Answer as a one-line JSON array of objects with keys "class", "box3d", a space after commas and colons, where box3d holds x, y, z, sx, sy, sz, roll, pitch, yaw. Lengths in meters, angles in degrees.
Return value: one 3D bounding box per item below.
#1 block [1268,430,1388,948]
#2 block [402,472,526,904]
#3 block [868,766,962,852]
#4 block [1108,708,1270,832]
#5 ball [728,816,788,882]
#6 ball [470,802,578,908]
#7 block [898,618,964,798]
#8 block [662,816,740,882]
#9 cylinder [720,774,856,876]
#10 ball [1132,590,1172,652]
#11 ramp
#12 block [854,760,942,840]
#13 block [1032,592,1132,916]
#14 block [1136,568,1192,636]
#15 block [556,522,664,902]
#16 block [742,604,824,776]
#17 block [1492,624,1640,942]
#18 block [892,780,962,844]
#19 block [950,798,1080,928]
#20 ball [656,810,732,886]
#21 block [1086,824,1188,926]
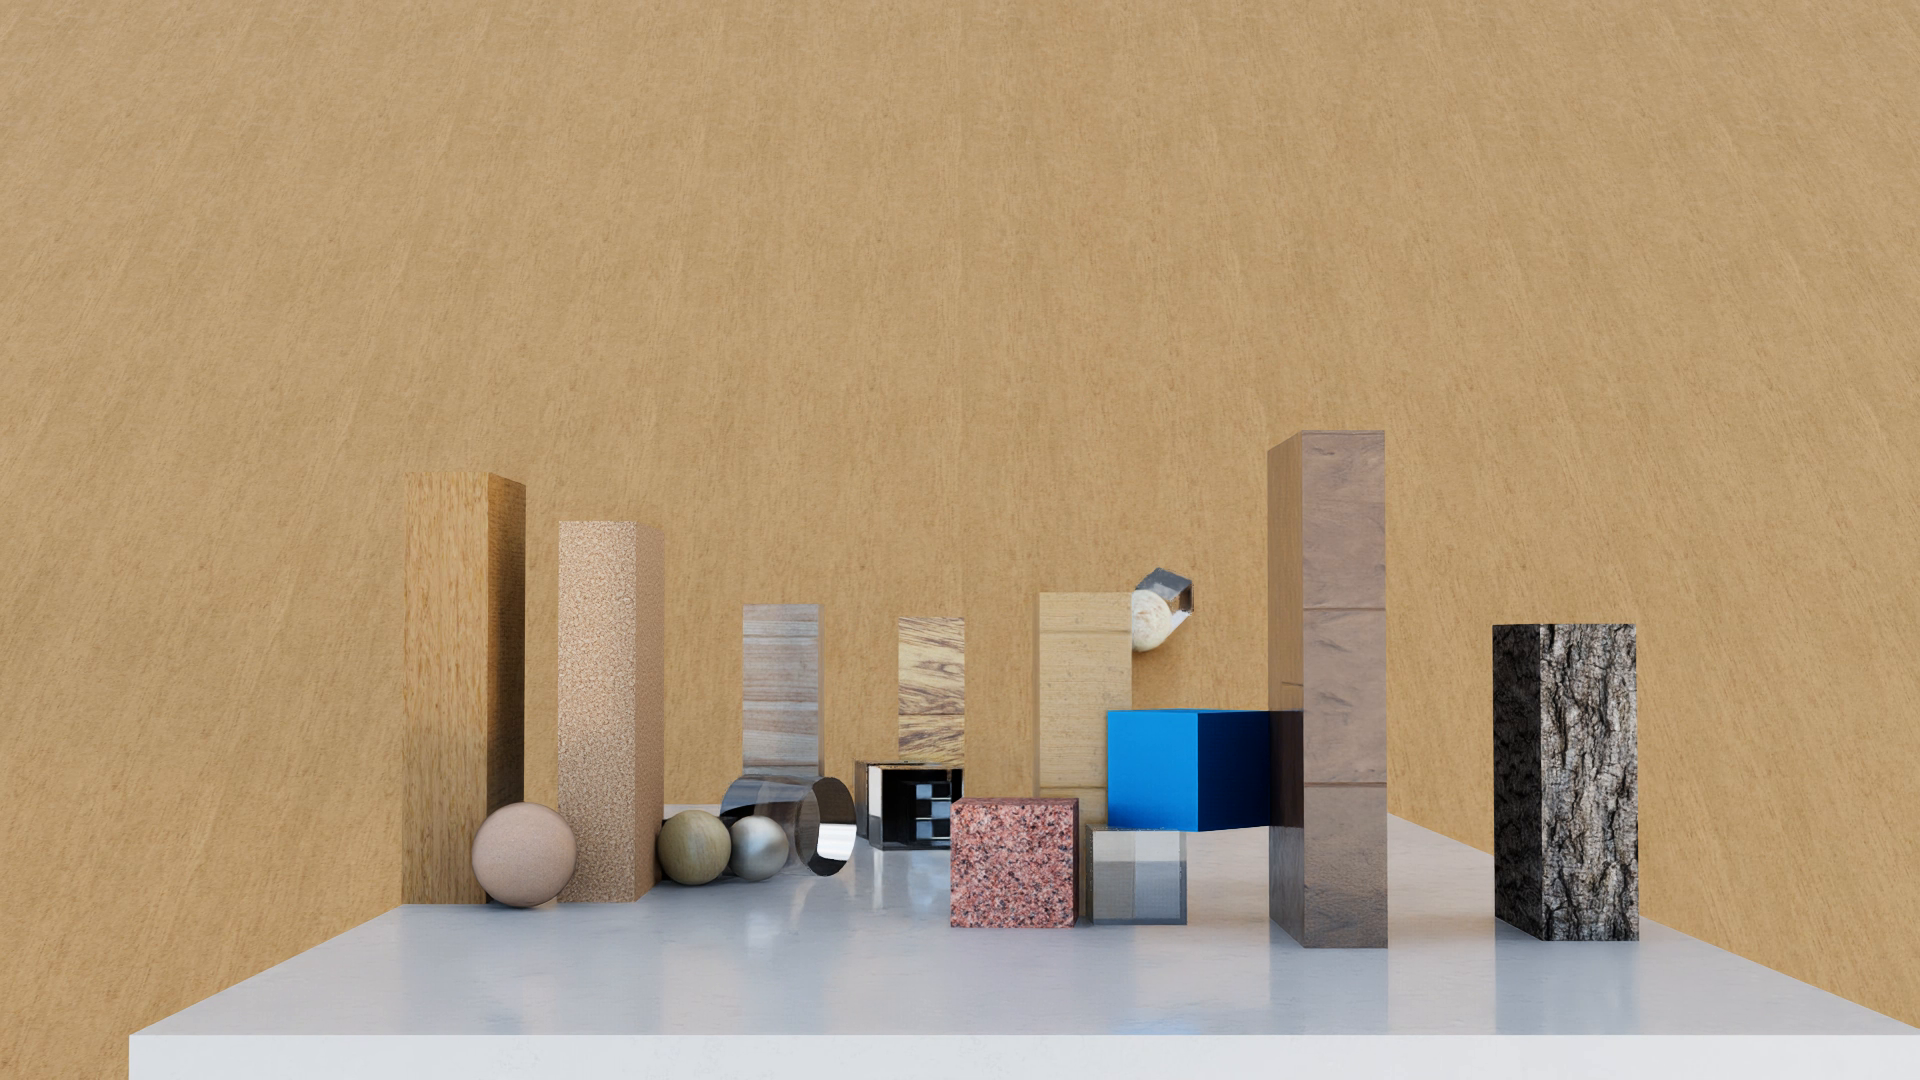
[{"class": "block", "box3d": [0.548, 0.219, 3.910, 0.118, 0.737, 0.422, 0, -2, 0]}, {"class": "block", "box3d": [-0.854, 0.252, 4.499, 0.140, 0.716, 0.372, 0, -2, 0]}, {"class": "block", "box3d": [-0.095, 0.563, 5.475, 0.168, 0.168, 0.168, 0, -2, -12]}, {"class": "block", "box3d": [0.361, 0.360, 4.096, 0.181, 0.181, 0.181, -2, -3, 44]}, {"class": "ball", "box3d": [-0.370, 0.558, 4.710, 0.119, 0.119, 0.119, 0, 36, 0]}, {"class": "ball", "box3d": [-0.713, 0.515, 4.256, 0.172, 0.172, 0.172, 0, 36, 0]}, {"class": "block", "box3d": [-0.064, 0.425, 6.045, 0.149, 0.487, 0.346, 0, -2, 0]}, {"class": "block", "box3d": [-0.474, 0.565, 4.762, 0.110, 0.110, 0.110, -1, -2, 16]}, {"class": "cylinder", "box3d": [-0.322, 0.532, 4.856, 0.184, 0.184, 0.184, -1, 31, 32]}, {"class": "ball", "box3d": [0.522, 0.233, 7.503, 0.179, 0.179, 0.179, 0, 36, 0]}, {"class": "ramp", "box3d": [0.079, 0.674, 4.877, 2.000, 0.100, 4.000, 0, -2, 0]}, {"class": "block", "box3d": [-0.138, 0.575, 5.768, 0.166, 0.166, 0.166, 0, -2, -12]}, {"class": "block", "box3d": [0.200, 0.347, 4.329, 0.147, 0.513, 0.386, 0, -2, 0]}, {"class": "block", "box3d": [0.595, 0.179, 7.626, 0.122, 0.122, 0.122, 22, 41, 27]}, {"class": "block", "box3d": [-0.607, 0.294, 4.551, 0.129, 0.635, 0.426, 0, -2, 0]}, {"class": "block", "box3d": [-0.345, 0.380, 5.109, 0.145, 0.506, 0.241, 0, -2, 0]}, {"class": "block", "box3d": [0.916, 0.359, 3.951, 0.140, 0.461, 0.340, 0, -2, 0]}, {"class": "block", "box3d": [-0.071, 0.588, 5.631, 0.130, 0.130, 0.130, 0, -2, -12]}, {"class": "block", "box3d": [0.087, 0.499, 4.041, 0.186, 0.186, 0.186, 0, -2, 5]}, {"class": "ball", "box3d": [-0.475, 0.548, 4.636, 0.134, 0.134, 0.134, 0, 36, 0]}, {"class": "block", "box3d": [0.274, 0.521, 4.058, 0.144, 0.144, 0.144, 0, -2, -2]}]
